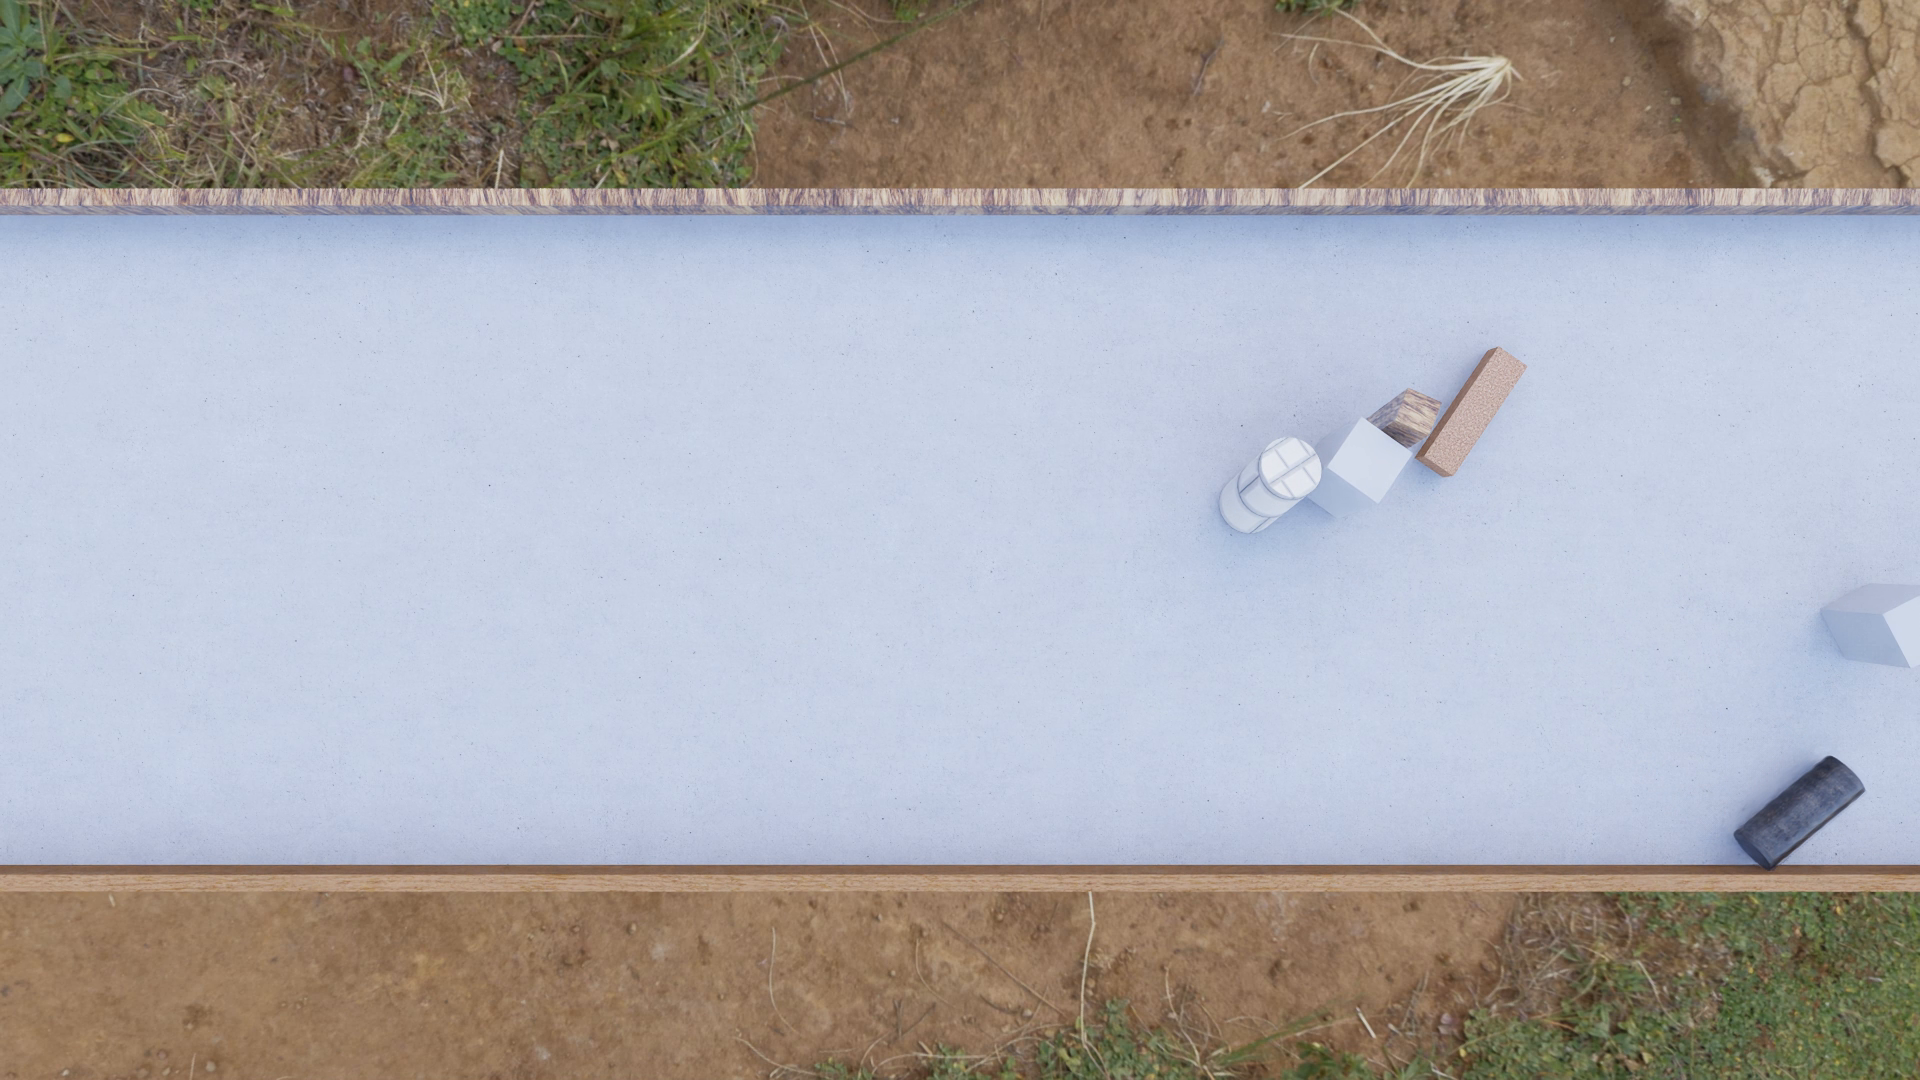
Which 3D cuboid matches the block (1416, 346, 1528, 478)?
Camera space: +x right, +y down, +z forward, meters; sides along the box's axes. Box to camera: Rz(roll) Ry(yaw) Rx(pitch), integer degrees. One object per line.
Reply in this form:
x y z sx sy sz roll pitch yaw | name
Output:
1.555 -0.388 5.023 0.107 0.107 0.400 34 90 0 | block

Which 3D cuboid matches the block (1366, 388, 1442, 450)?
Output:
1.272 -0.326 4.849 0.103 0.444 0.103 24 80 0 | block

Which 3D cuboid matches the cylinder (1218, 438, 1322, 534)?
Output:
0.910 -0.156 4.869 0.179 0.377 0.179 3 74 -10 | cylinder

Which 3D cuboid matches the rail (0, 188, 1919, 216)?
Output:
-2.247 -1.025 5.002 12.000 0.150 0.050 0 90 0 | rail

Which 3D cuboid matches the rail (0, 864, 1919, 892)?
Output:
-2.247 1.025 5.001 12.000 0.150 0.050 0 90 0 | rail

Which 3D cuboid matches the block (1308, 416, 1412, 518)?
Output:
1.151 -0.208 4.875 0.179 0.384 0.179 36 83 0 | block

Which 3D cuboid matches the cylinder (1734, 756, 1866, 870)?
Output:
2.545 0.827 5.004 0.367 0.145 0.145 -40 90 0 | cylinder

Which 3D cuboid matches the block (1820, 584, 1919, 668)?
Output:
2.764 0.250 4.903 0.175 0.347 0.175 -28 90 0 | block
